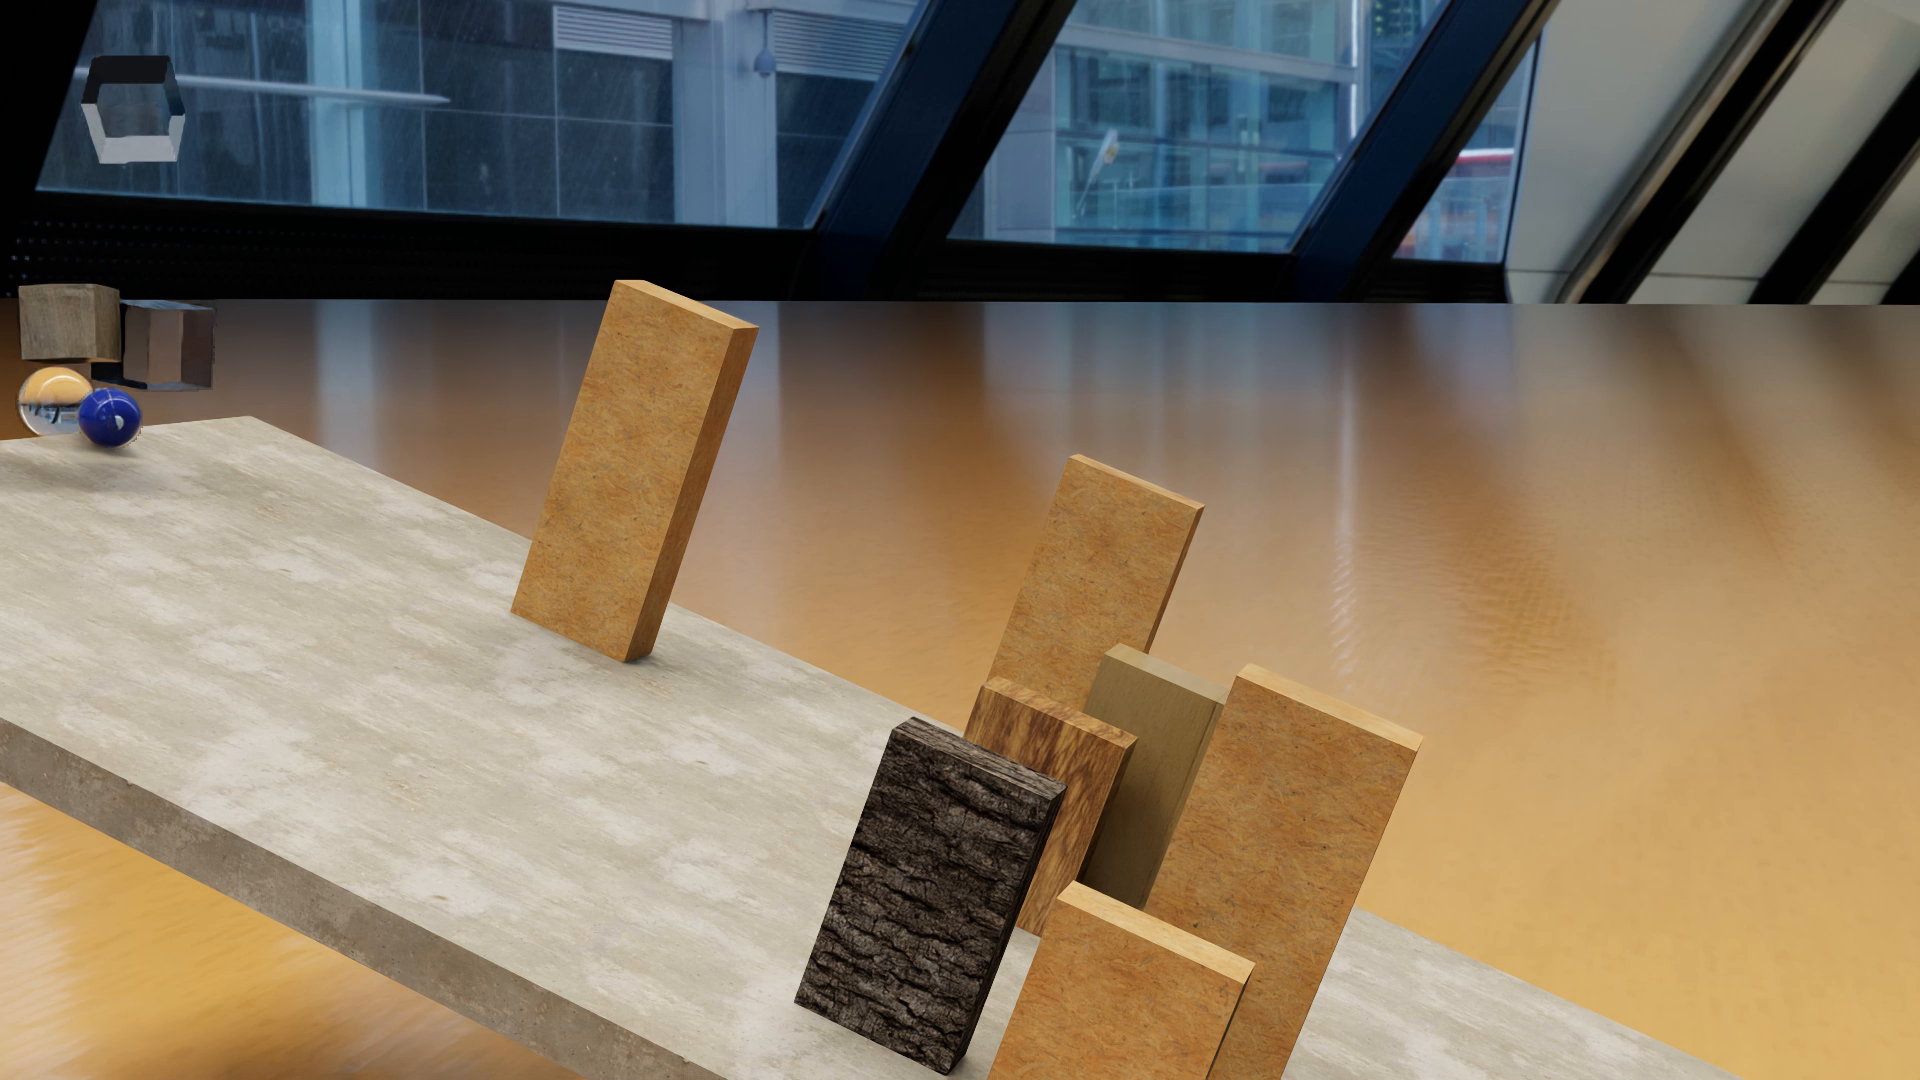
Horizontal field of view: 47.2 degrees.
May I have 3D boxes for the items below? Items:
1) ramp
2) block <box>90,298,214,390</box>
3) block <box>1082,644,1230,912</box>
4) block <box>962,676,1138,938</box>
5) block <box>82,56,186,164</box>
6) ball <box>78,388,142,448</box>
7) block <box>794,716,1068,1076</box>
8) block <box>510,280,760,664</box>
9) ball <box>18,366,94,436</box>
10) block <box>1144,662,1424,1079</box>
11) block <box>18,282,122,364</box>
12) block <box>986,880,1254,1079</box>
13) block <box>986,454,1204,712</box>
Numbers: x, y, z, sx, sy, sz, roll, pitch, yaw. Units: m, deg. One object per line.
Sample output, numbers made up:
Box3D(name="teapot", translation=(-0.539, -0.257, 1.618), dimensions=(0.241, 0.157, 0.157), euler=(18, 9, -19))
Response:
Box3D(name="ramp", translation=(-0.329, 0.598, 4.208), dimensions=(4.000, 0.100, 2.000), euler=(23, 13, 13))
Box3D(name="block", translation=(-1.769, -0.430, 4.820), dimensions=(0.176, 0.176, 0.176), euler=(11, 10, 27))
Box3D(name="block", translation=(0.332, 0.493, 4.266), dimensions=(0.274, 0.507, 0.133), euler=(23, 13, 13))
Box3D(name="block", translation=(0.120, 0.504, 4.136), dimensions=(0.294, 0.402, 0.105), euler=(23, 13, 13))
Box3D(name="block", translation=(-1.709, -0.892, 4.555), dimensions=(0.154, 0.154, 0.154), euler=(-3, 49, -6))
Box3D(name="ball", translation=(-1.916, -0.276, 4.957), dimensions=(0.134, 0.134, 0.134), euler=(0, 7, 0))
Box3D(name="block", translation=(-0.048, 0.557, 3.455), dimensions=(0.271, 0.482, 0.106), euler=(23, 13, 13))
Box3D(name="block", translation=(-0.711, -0.150, 4.790), dimensions=(0.290, 0.773, 0.142), euler=(23, 13, 13))
Box3D(name="ball", translation=(-2.056, -0.313, 5.006), dimensions=(0.166, 0.166, 0.166), euler=(0, 7, 0))
Box3D(name="block", translation=(0.480, 0.590, 3.614), dimensions=(0.305, 0.704, 0.123), euler=(23, 13, 13))
Box3D(name="block", translation=(-1.879, -0.457, 4.649), dimensions=(0.154, 0.154, 0.154), euler=(-2, 1, -2))
Box3D(name="block", translation=(0.212, 0.749, 3.185), dimensions=(0.288, 0.416, 0.097), euler=(23, 13, 13))
Box3D(name="block", translation=(0.258, 0.214, 4.800), dimensions=(0.300, 0.742, 0.086), euler=(23, 13, 13))
